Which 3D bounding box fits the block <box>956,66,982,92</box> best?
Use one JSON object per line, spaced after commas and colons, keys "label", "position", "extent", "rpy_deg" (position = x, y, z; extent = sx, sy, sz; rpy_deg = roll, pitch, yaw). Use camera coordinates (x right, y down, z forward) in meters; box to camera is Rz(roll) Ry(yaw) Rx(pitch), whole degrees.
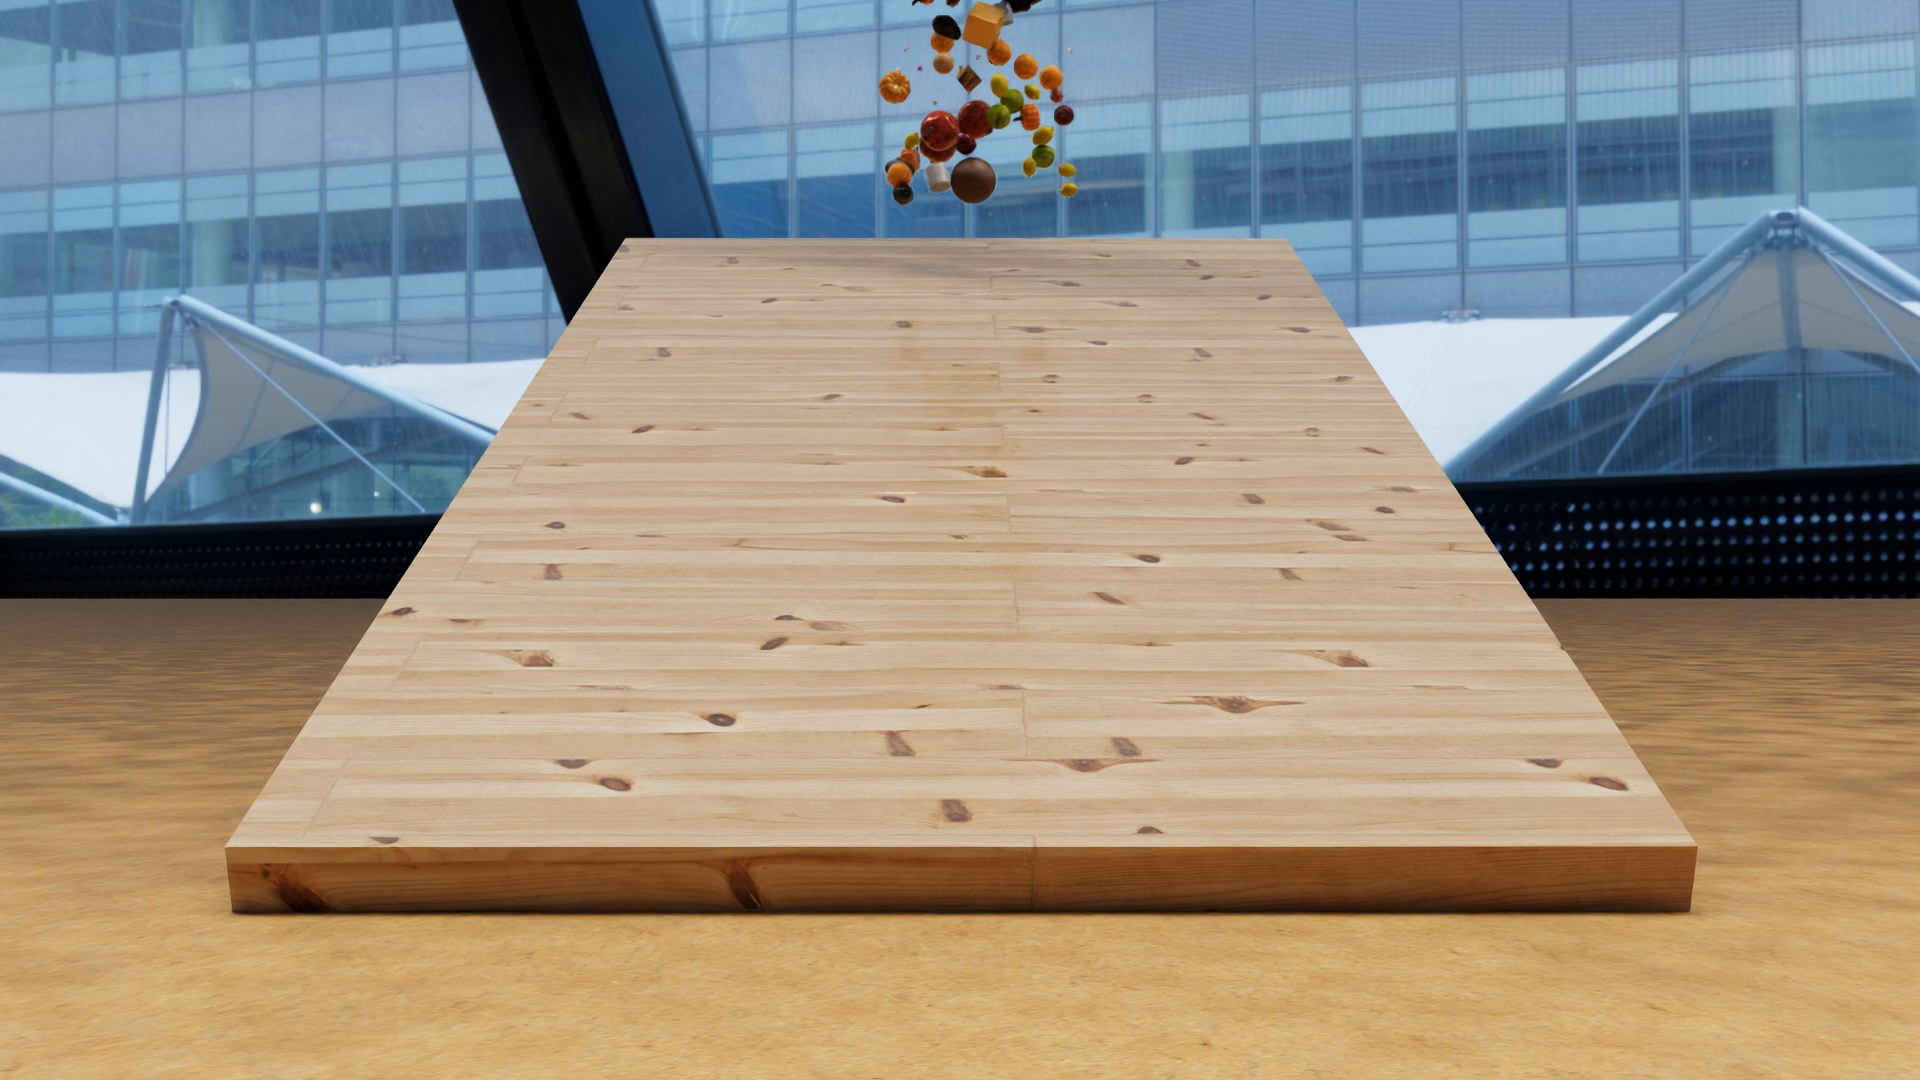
{"label": "block", "position": [0.025, -1.342, 6.564], "extent": [0.051, 0.051, 0.051], "rpy_deg": [44, 12, -24]}

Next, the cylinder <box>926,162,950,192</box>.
{"label": "cylinder", "position": [-0.062, -1.016, 6.329], "extent": [0.060, 0.060, 0.060], "rpy_deg": [-12, -19, -4]}

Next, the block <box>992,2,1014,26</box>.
{"label": "block", "position": [0.121, -1.553, 6.678], "extent": [0.058, 0.058, 0.058], "rpy_deg": [-11, 1, 17]}

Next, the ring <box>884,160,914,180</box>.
{"label": "ring", "position": [-0.174, -1.066, 6.507], "extent": [0.086, 0.029, 0.086], "rpy_deg": [7, -23, 3]}

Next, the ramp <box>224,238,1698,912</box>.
{"label": "ramp", "position": [-0.005, -0.202, 4.968], "extent": [2.000, 0.100, 4.000], "rpy_deg": [0, 19, 0]}

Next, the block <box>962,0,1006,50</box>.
{"label": "block", "position": [0.068, -1.490, 6.534], "extent": [0.087, 0.087, 0.087], "rpy_deg": [22, 44, 6]}

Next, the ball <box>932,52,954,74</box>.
{"label": "ball", "position": [-0.047, -1.350, 6.393], "extent": [0.060, 0.060, 0.060], "rpy_deg": [0, -1, 0]}
